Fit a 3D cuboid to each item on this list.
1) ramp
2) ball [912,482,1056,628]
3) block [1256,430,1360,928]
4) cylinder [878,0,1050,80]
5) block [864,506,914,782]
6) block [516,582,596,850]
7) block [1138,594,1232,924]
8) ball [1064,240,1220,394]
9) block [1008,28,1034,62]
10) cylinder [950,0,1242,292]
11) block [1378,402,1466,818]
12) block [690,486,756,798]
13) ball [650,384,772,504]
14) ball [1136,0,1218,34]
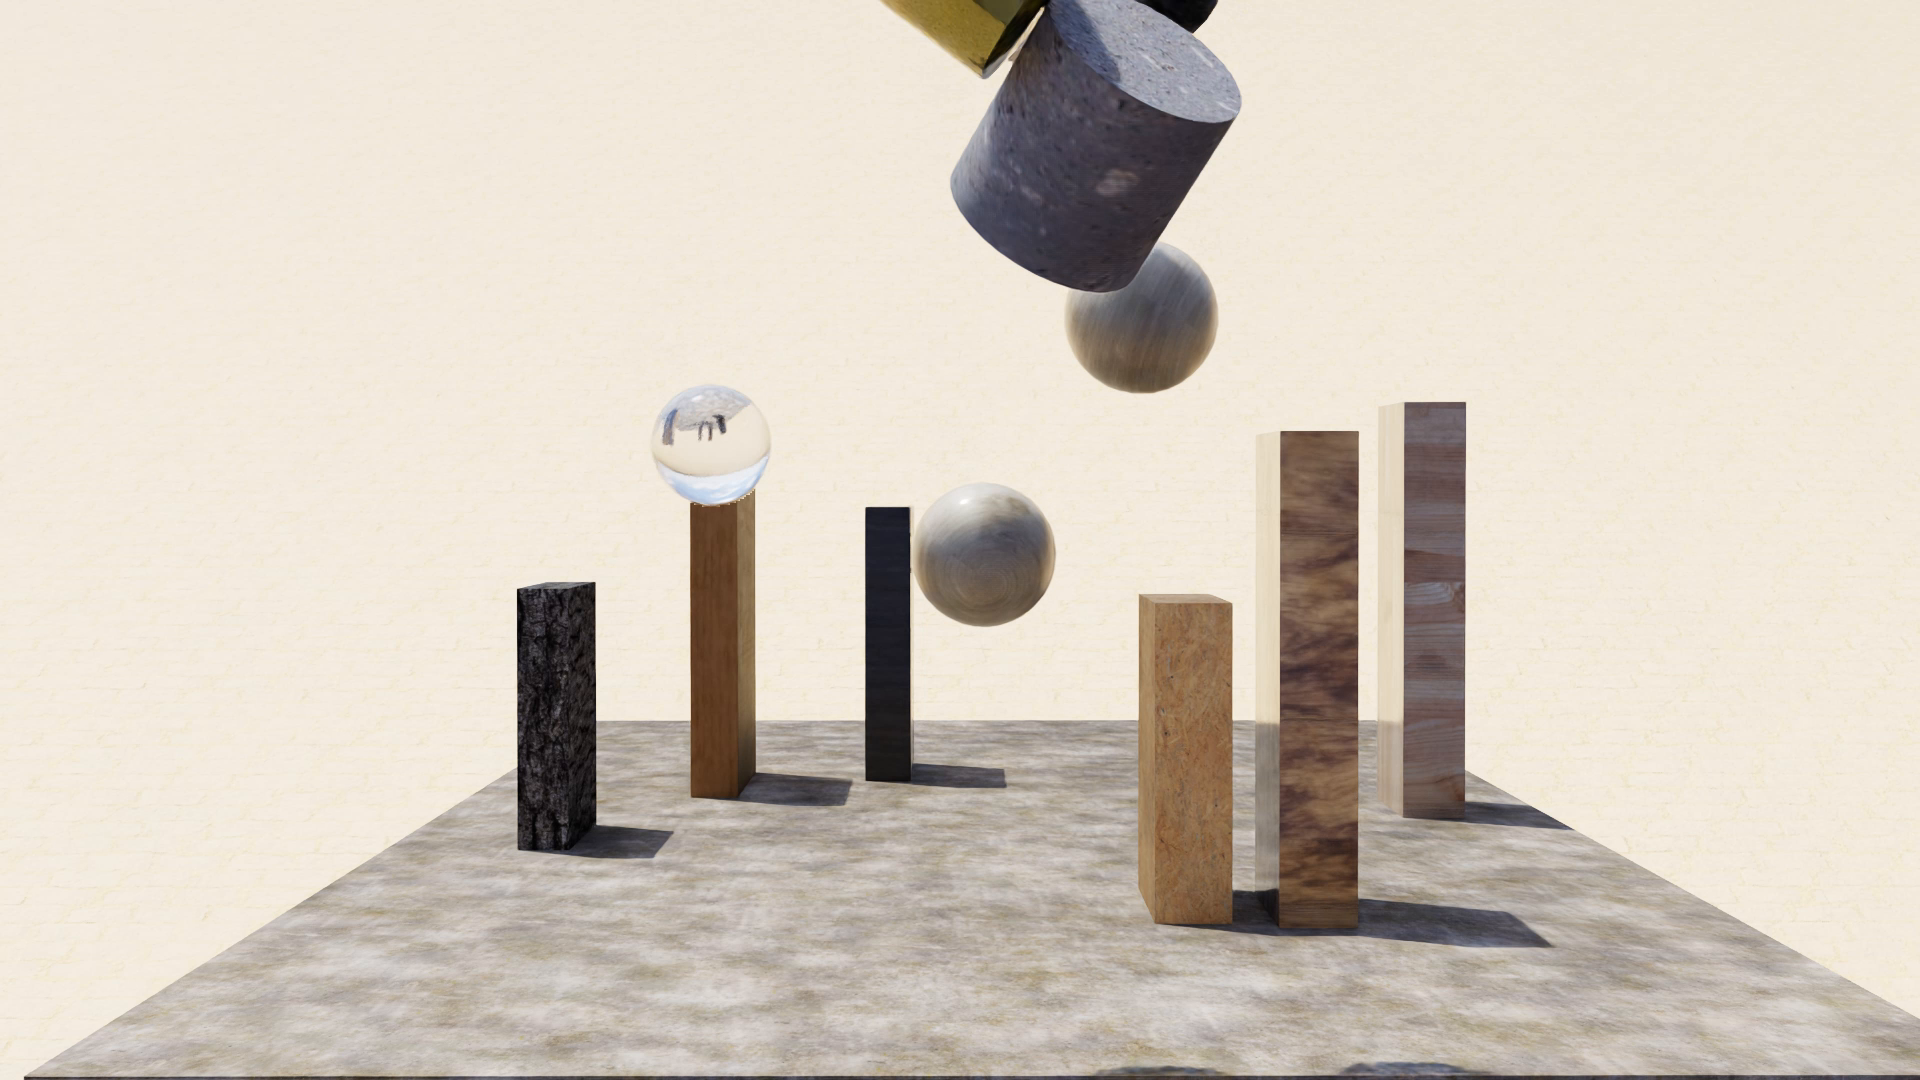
[{"bbox_3d":[0.061,0.548,4.584,2.000,0.100,4.000,0,1,0],"label":"ramp"},{"bbox_3d":[0.025,0.015,2.663,0.150,0.150,0.150,0,27,0],"label":"ball"},{"bbox_3d":[0.480,0.184,3.587,0.106,0.665,0.279,0,1,0],"label":"block"},{"bbox_3d":[0.005,-0.474,2.145,0.130,0.130,0.130,38,34,3],"label":"cylinder"},{"bbox_3d":[-0.145,0.206,5.373,0.092,0.553,0.349,0,1,0],"label":"block"},{"bbox_3d":[-0.679,0.289,4.363,0.084,0.426,0.324,0,1,0],"label":"block"},{"bbox_3d":[0.315,0.299,3.644,0.105,0.434,0.320,0,1,0],"label":"block"},{"bbox_3d":[0.191,-0.236,2.724,0.164,0.164,0.164,0,27,0],"label":"ball"},{"bbox_3d":[0.110,-0.566,2.611,0.142,0.142,0.142,-25,39,-36],"label":"block"},{"bbox_3d":[0.115,-0.343,2.216,0.185,0.185,0.185,21,35,-16],"label":"cylinder"},{"bbox_3d":[0.847,0.122,4.747,0.111,0.743,0.284,0,1,0],"label":"block"},{"bbox_3d":[-0.470,0.184,5.143,0.090,0.606,0.443,0,1,0],"label":"block"},{"bbox_3d":[-0.238,-0.091,2.467,0.116,0.116,0.116,0,27,0],"label":"ball"},{"bbox_3d":[0.160,-0.532,2.374,0.172,0.172,0.172,0,27,0],"label":"ball"}]
